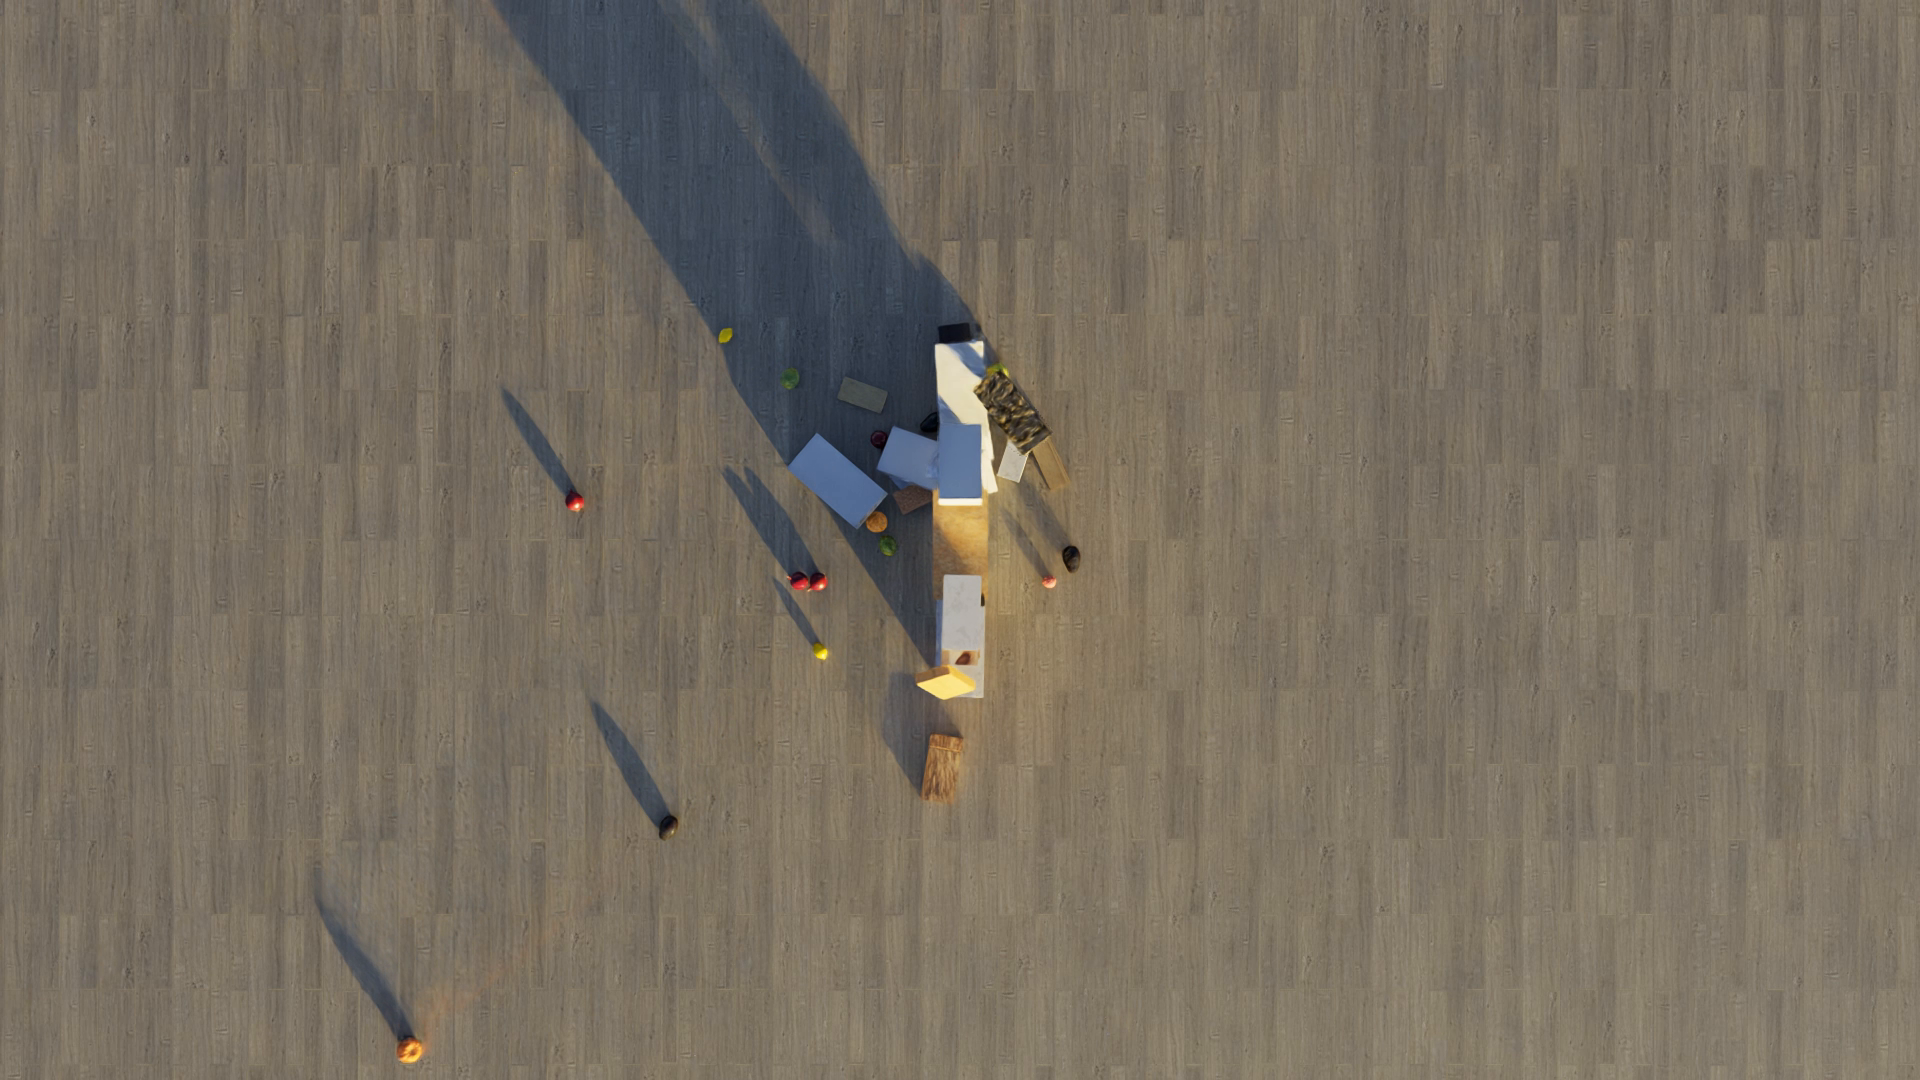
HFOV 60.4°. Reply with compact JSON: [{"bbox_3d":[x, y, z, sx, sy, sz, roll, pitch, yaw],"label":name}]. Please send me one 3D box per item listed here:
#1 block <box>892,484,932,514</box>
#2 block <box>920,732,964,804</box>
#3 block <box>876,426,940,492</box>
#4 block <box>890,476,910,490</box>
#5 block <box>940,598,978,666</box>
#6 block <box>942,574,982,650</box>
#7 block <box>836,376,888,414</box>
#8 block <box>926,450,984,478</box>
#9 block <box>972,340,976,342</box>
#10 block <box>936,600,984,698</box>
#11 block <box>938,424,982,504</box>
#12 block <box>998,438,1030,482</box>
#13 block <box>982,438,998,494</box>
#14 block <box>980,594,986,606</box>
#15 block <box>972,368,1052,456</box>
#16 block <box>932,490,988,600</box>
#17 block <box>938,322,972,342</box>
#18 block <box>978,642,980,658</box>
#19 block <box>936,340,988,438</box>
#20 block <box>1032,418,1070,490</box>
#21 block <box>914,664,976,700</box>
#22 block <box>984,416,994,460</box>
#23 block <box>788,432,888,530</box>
[{"bbox_3d":[-0.137,-0.153,5.466,0.156,0.022,0.078,-27,93,-1],"label":"block"},{"bbox_3d":[-0.060,0.759,5.484,0.110,0.031,0.220,9,90,0],"label":"block"},{"bbox_3d":[-0.102,-0.249,5.435,0.310,0.044,0.155,20,84,9],"label":"block"},{"bbox_3d":[-0.175,-0.198,5.489,0.076,0.021,0.151,-41,90,0],"label":"block"},{"bbox_3d":[0.002,0.258,4.874,0.110,0.031,0.221,2,90,0],"label":"block"},{"bbox_3d":[0.004,0.213,4.843,0.110,0.031,0.220,2,90,0],"label":"block"},{"bbox_3d":[-0.324,-0.482,5.489,0.156,0.022,0.078,19,90,0],"label":"block"},{"bbox_3d":[-0.013,-0.245,5.274,0.133,0.266,0.038,11,111,8],"label":"block"},{"bbox_3d":[0.016,-0.608,5.474,0.060,0.017,0.121,9,90,0],"label":"block"},{"bbox_3d":[0.000,0.340,5.176,0.151,0.043,0.302,1,90,0],"label":"block"},{"bbox_3d":[0.002,-0.236,5.128,0.133,0.038,0.265,-1,63,1],"label":"block"},{"bbox_3d":[0.183,-0.275,5.477,0.076,0.021,0.151,19,96,6],"label":"block"},{"bbox_3d":[0.073,-0.272,5.454,0.046,0.013,0.246,-15,109,1],"label":"block"},{"bbox_3d":[0.018,0.186,5.000,0.110,0.221,0.031,-6,90,0],"label":"block"},{"bbox_3d":[0.167,-0.412,5.309,0.266,0.038,0.133,52,46,-1],"label":"block"},{"bbox_3d":[0.001,0.014,5.135,0.171,0.048,0.341,0,90,0],"label":"block"},{"bbox_3d":[-0.008,-0.604,5.418,0.103,0.029,0.206,-7,92,0],"label":"block"},{"bbox_3d":[0.005,0.336,5.022,0.110,0.265,0.031,1,90,0],"label":"block"},{"bbox_3d":[0.005,-0.487,5.364,0.155,0.044,0.311,-3,102,-1],"label":"block"},{"bbox_3d":[0.286,-0.286,5.489,0.076,0.021,0.232,-25,90,0],"label":"block"},{"bbox_3d":[-0.045,0.432,5.013,0.110,0.271,0.031,-18,71,12],"label":"block"},{"bbox_3d":[0.045,-0.359,5.448,0.103,0.029,0.206,-10,112,0],"label":"block"},{"bbox_3d":[-0.405,-0.195,5.444,0.311,0.044,0.155,41,90,13],"label":"block"}]
